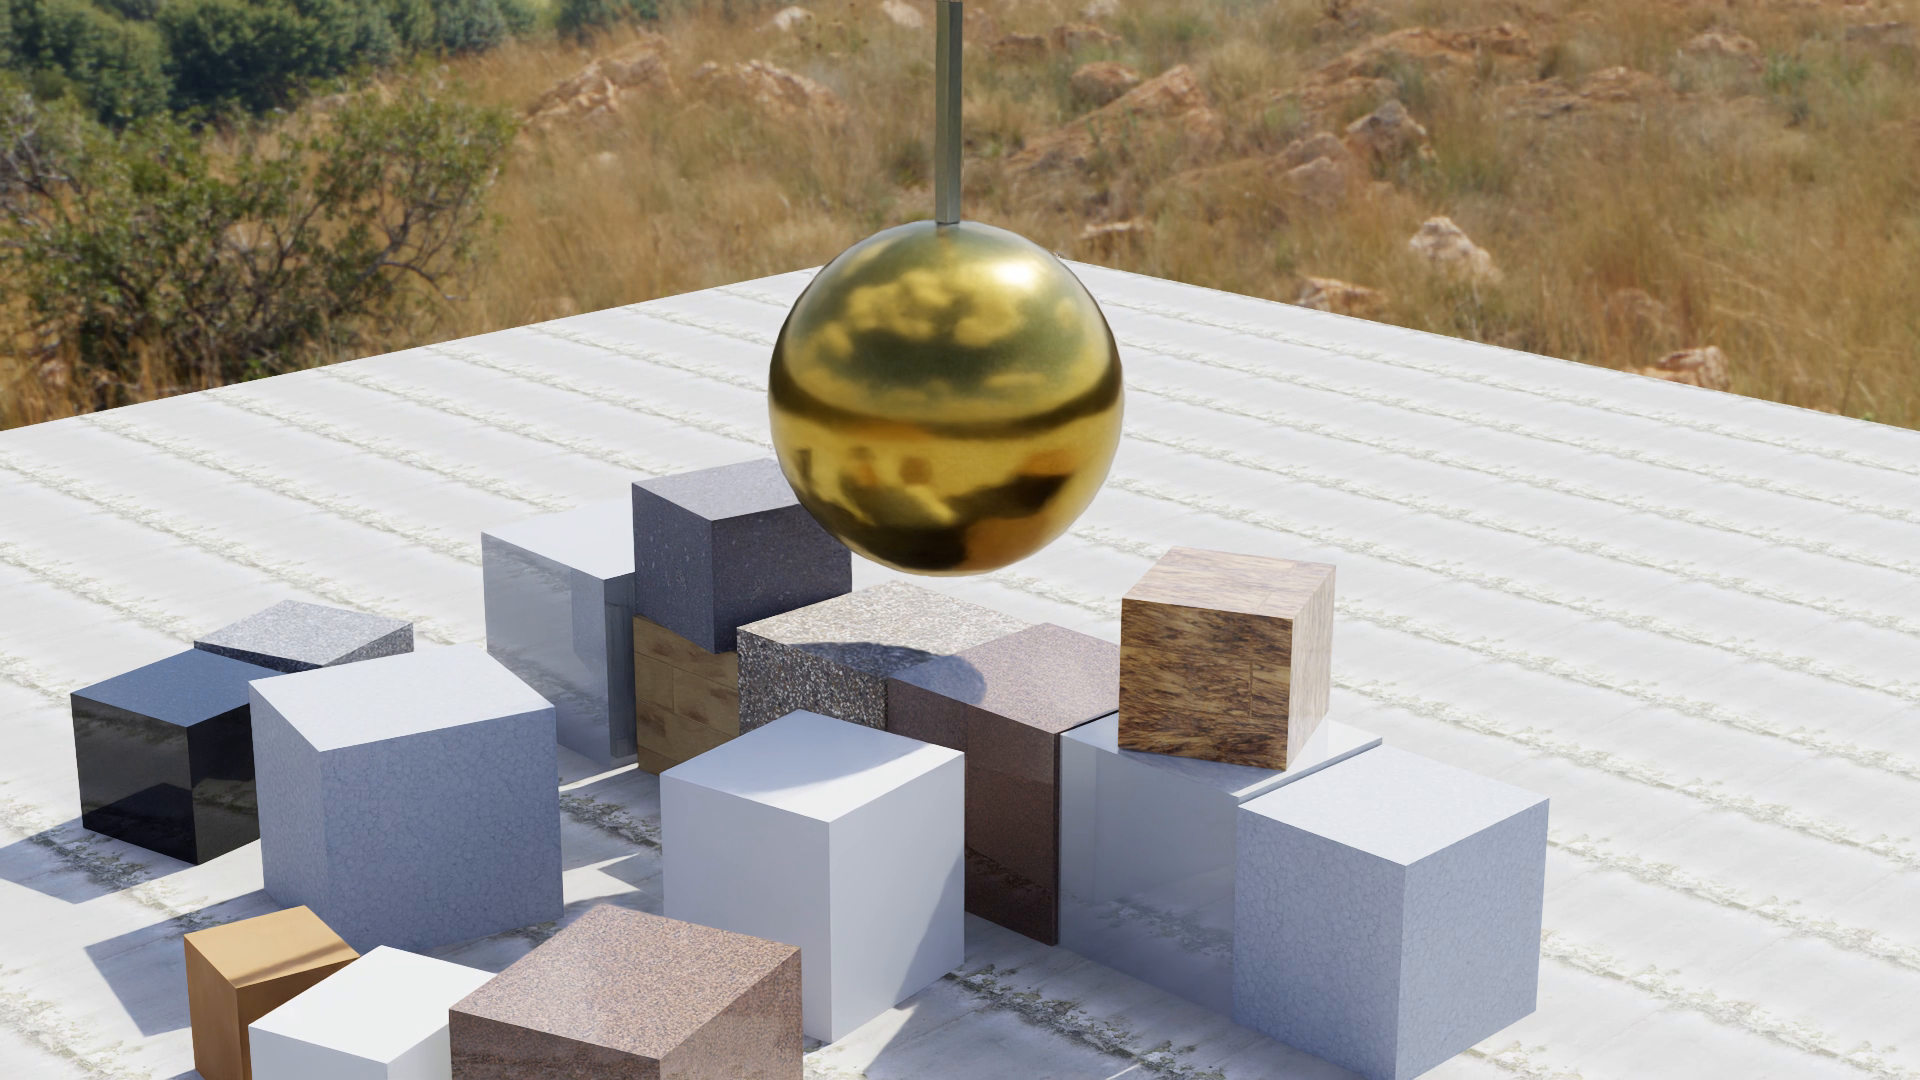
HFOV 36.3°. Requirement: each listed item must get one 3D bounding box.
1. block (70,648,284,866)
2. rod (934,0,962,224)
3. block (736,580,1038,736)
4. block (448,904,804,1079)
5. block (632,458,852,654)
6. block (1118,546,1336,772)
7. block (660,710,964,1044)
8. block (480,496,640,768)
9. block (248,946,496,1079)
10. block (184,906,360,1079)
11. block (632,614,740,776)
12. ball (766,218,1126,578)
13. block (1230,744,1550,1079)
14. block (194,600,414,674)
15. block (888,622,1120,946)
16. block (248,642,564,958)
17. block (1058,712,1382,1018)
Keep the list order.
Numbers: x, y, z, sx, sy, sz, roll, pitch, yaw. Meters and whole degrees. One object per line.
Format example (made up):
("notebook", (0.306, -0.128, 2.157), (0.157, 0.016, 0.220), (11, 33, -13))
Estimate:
("block", (-3.638, 1.018, 13.962), (0.798, 0.686, 0.759), (11, 21, 32))
("rod", (-0.027, -3.884, 12.093), (0.080, 5.200, 0.080), (17, 23, 42))
("block", (-0.327, 0.872, 13.956), (1.037, 0.968, 1.010), (-17, 24, -42))
("block", (-1.179, 1.979, 10.561), (0.861, 0.890, 0.974), (8, 19, 25))
("block", (-1.067, 0.065, 14.348), (0.779, 0.665, 0.779), (-12, 21, -33))
("block", (1.134, 0.487, 12.399), (0.724, 0.661, 0.757), (7, 19, 19))
("block", (-0.609, 1.387, 12.313), (0.883, 0.970, 0.920), (12, 21, 34))
("block", (-1.698, 0.436, 15.293), (1.126, 0.997, 1.083), (-15, 23, -40))
("block", (-2.087, 2.016, 10.728), (0.619, 0.720, 0.749), (9, 20, 26))
("block", (-2.676, 1.853, 11.480), (0.501, 0.581, 0.569), (-11, 21, -32))
("block", (-0.993, 0.753, 14.608), (0.843, 0.804, 0.914), (17, 24, 42))
("ball", (-0.063, -0.630, 13.078), (1.600, 1.600, 1.600), (0, 17, 0))
("block", (1.749, 1.509, 11.953), (0.963, 0.954, 0.834), (-17, 24, -42))
("block", (-3.257, 0.788, 14.664), (0.796, 0.703, 0.711), (9, 19, 25))
("block", (0.402, 1.076, 13.270), (1.016, 0.990, 1.038), (17, 24, 42))
("block", (-2.458, 1.151, 13.017), (1.055, 0.999, 0.981), (-10, 20, -29))
("block", (1.108, 1.297, 12.576), (0.946, 0.984, 0.985), (-17, 24, -42))
